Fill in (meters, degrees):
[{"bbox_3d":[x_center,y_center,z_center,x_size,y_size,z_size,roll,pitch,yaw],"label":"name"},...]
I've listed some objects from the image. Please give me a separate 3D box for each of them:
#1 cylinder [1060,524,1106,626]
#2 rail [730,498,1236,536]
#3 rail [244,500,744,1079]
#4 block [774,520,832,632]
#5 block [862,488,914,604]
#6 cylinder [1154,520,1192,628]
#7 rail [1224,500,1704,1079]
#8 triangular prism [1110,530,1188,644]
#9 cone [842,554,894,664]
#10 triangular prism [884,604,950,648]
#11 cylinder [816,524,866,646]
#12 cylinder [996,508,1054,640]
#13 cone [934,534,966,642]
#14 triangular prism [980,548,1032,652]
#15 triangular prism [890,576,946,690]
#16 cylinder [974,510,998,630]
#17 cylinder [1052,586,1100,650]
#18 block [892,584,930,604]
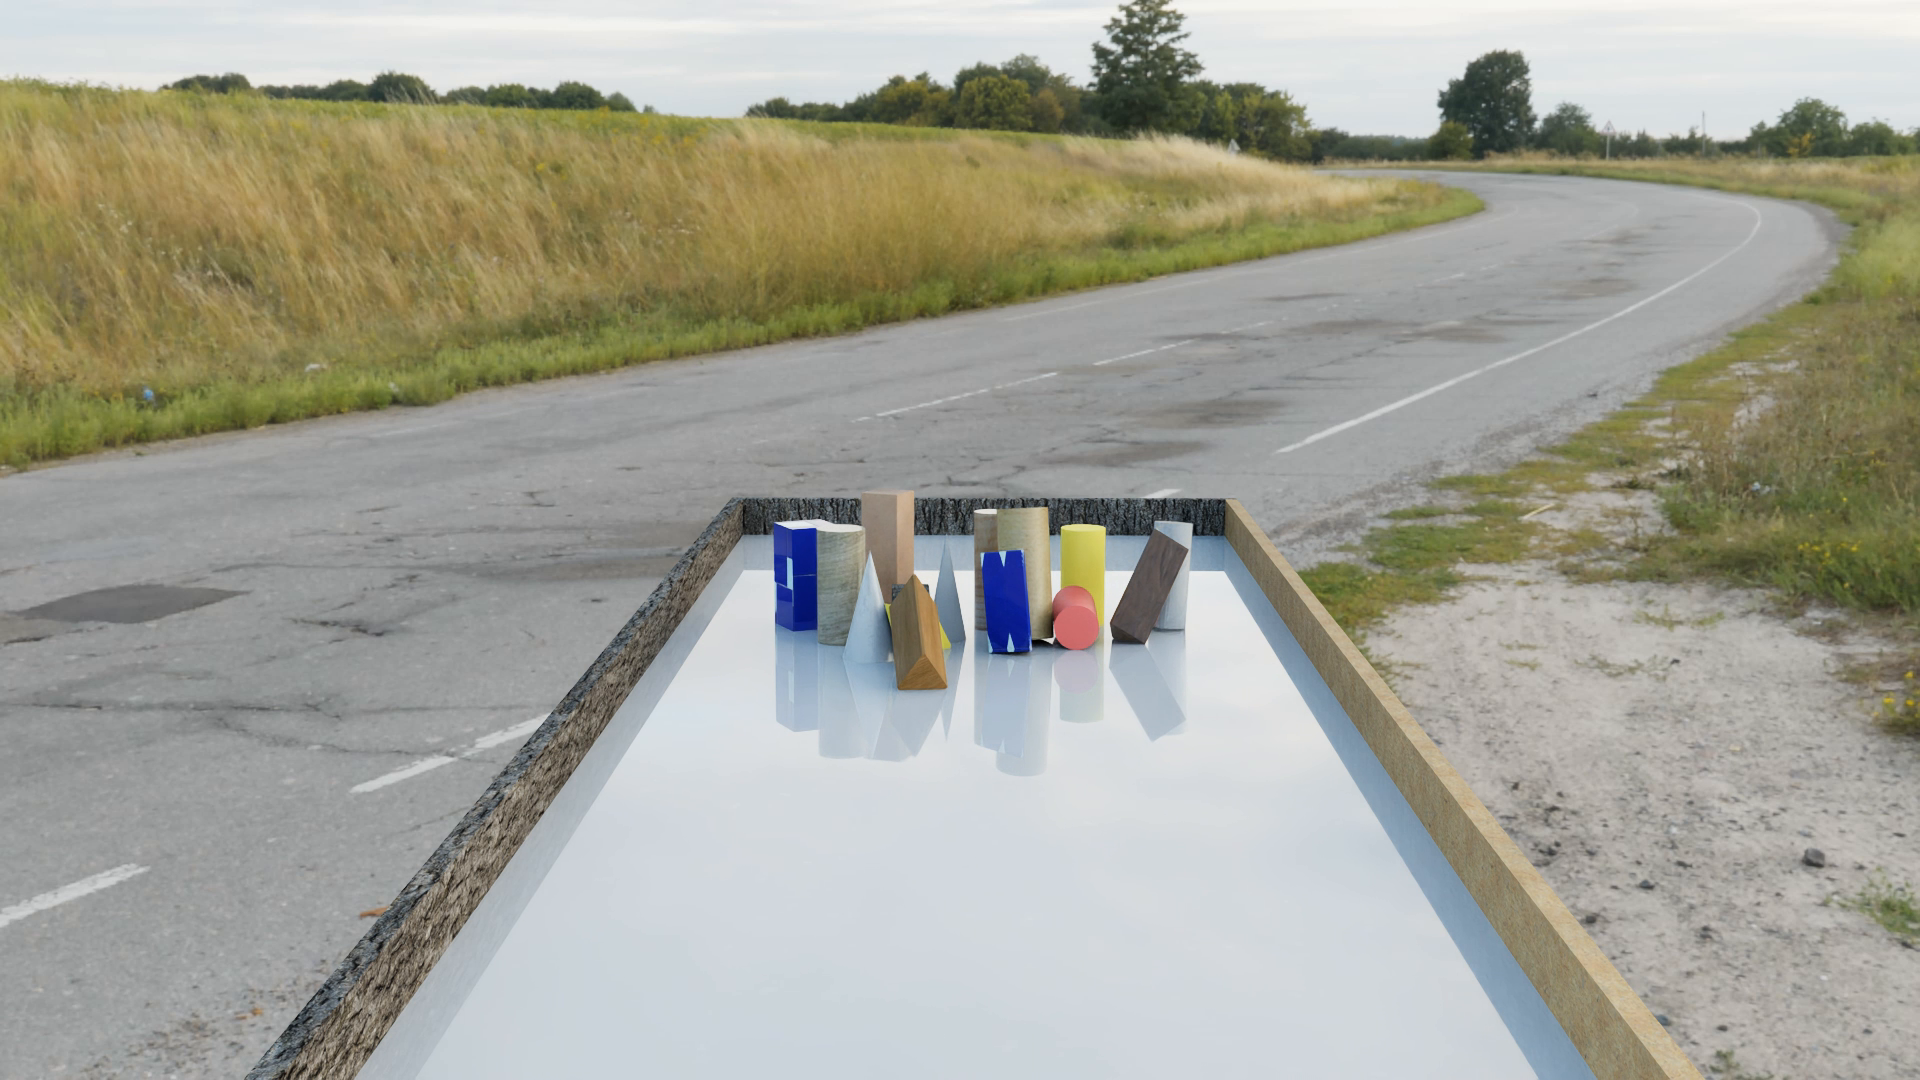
[{"bbox_3d":[0.404,0.118,7.244,0.147,0.319,0.147,0,9,0],"label":"cylinder"},{"bbox_3d":[0.099,-0.098,9.147,2.100,0.150,0.050,0,9,1],"label":"rail"},{"bbox_3d":[-1.004,0.839,3.234,0.050,0.150,12.000,0,9,1],"label":"rail"},{"bbox_3d":[-0.502,0.114,7.217,0.166,0.335,0.166,-4,10,-25],"label":"block"},{"bbox_3d":[-0.237,0.061,7.209,0.129,0.442,0.129,4,9,24],"label":"block"},{"bbox_3d":[0.685,0.113,7.173,0.125,0.340,0.125,4,4,0],"label":"cylinder"},{"bbox_3d":[1.046,0.843,3.208,0.050,0.150,12.000,0,9,1],"label":"rail"},{"bbox_3d":[0.582,0.155,7.021,0.134,0.348,0.116,31,-18,-13],"label":"triangular prism"},{"bbox_3d":[-0.273,0.195,6.715,0.173,0.332,0.173,0,9,0],"label":"cone"},{"bbox_3d":[-0.203,0.263,6.984,0.125,0.109,0.396,-8,12,-39],"label":"triangular prism"},{"bbox_3d":[-0.375,0.142,6.950,0.155,0.363,0.155,0,9,0],"label":"cylinder"},{"bbox_3d":[0.206,0.106,6.961,0.165,0.413,0.165,-3,1,0],"label":"cylinder"},{"bbox_3d":[-0.043,0.145,6.991,0.126,0.345,0.126,0,9,0],"label":"cone"},{"bbox_3d":[0.172,0.186,6.821,0.149,0.310,0.129,-4,1,29],"label":"triangular prism"},{"bbox_3d":[-0.122,0.264,6.434,0.142,0.123,0.403,-1,34,-5],"label":"triangular prism"},{"bbox_3d":[0.100,0.097,7.165,0.109,0.385,0.109,0,9,0],"label":"cylinder"},{"bbox_3d":[0.367,0.245,7.012,0.141,0.141,0.354,0,9,1],"label":"cylinder"},{"bbox_3d":[-0.143,0.261,6.676,0.114,0.114,0.308,-1,30,-5],"label":"block"}]
